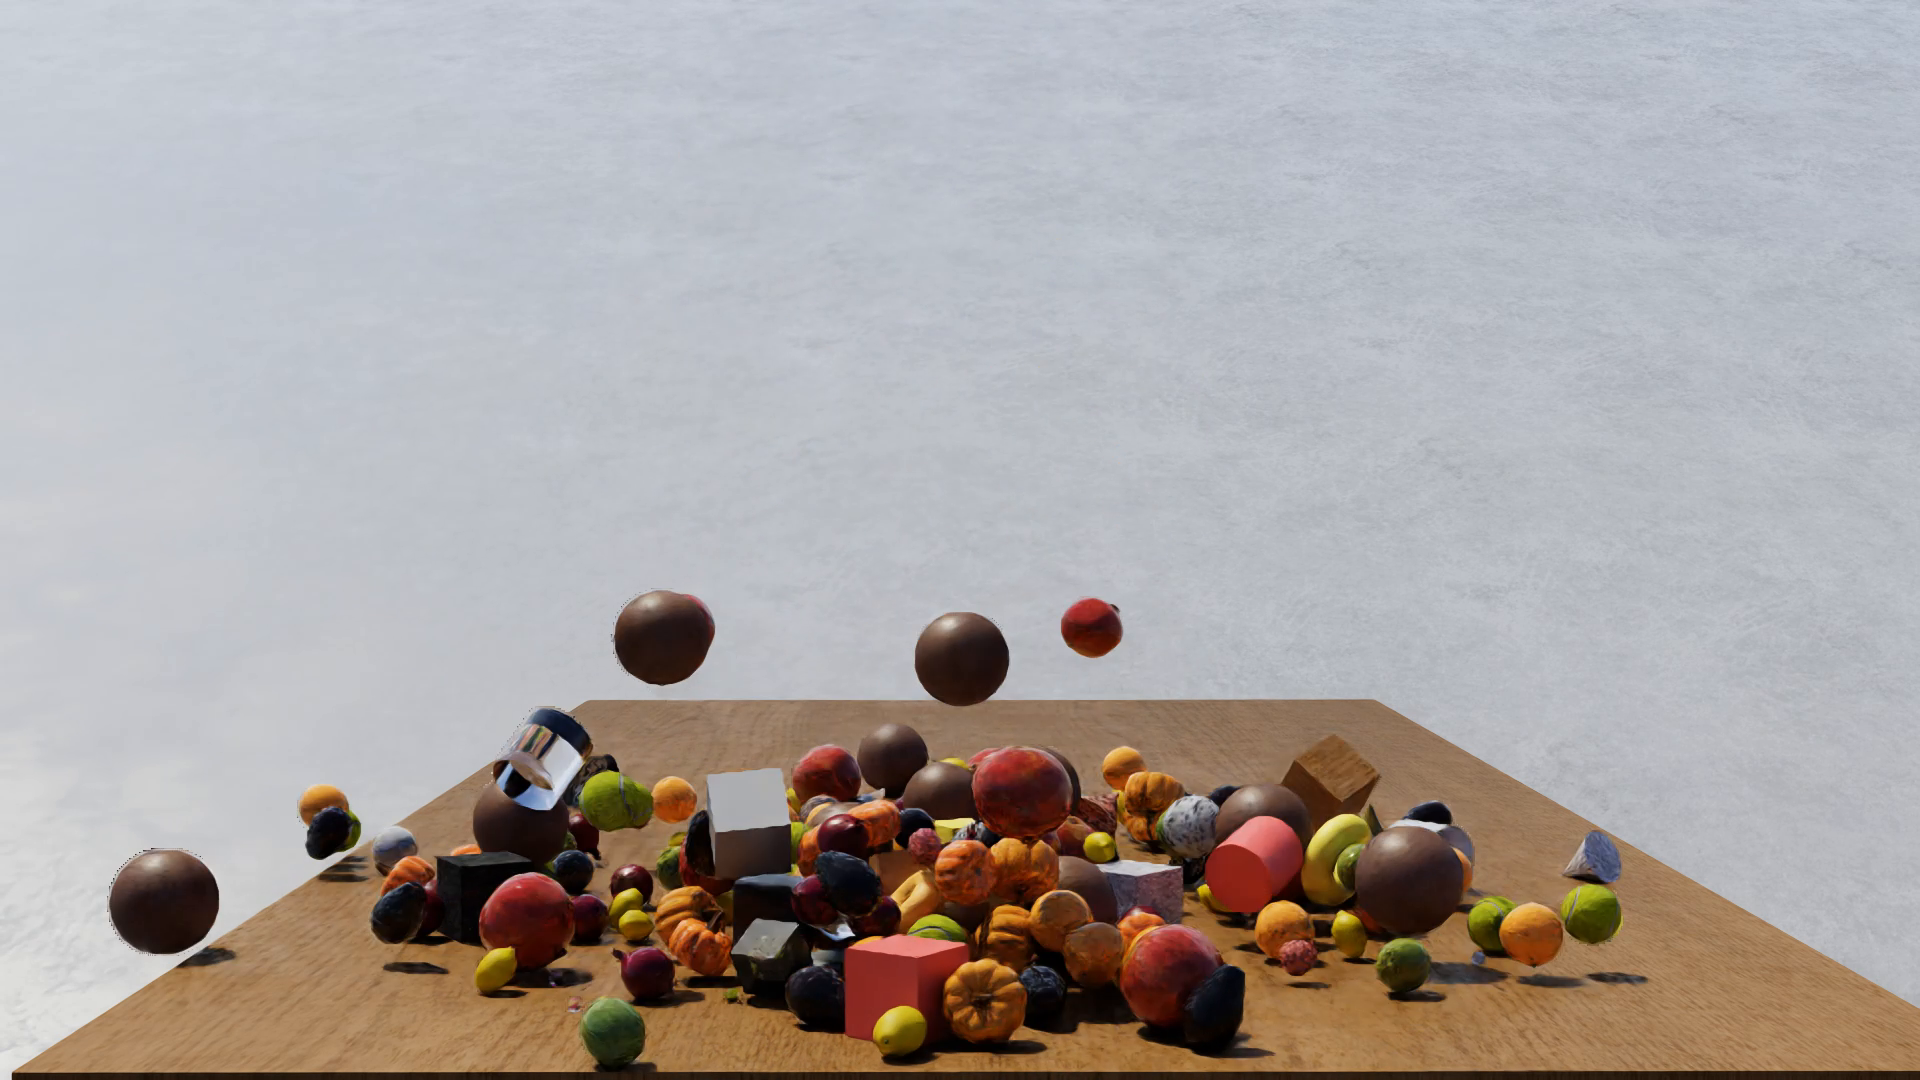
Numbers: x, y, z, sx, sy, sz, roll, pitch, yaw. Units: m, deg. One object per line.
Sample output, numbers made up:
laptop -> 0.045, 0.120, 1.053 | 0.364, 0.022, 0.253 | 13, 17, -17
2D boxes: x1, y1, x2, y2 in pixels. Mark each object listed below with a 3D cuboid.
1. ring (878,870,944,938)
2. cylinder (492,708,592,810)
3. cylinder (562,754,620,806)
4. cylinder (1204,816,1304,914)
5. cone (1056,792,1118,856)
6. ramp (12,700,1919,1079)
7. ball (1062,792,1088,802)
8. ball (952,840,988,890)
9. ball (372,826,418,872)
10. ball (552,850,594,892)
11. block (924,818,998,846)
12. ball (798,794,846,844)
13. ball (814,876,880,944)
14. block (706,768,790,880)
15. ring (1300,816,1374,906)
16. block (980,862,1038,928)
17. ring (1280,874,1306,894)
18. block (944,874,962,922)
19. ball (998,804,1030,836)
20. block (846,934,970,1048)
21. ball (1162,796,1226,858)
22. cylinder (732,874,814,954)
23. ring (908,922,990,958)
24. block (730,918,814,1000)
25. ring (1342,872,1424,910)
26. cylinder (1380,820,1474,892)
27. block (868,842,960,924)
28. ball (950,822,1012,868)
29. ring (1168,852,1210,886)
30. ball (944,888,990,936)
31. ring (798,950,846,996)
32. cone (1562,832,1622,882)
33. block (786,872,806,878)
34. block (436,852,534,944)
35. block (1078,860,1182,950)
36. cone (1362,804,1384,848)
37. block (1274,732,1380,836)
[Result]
ring -> -0.058, 0.434, 3.063 | 0.034, 0.101, 0.101 | 44, 25, -11
cylinder -> -0.551, 0.290, 3.406 | 0.096, 0.096, 0.096 | 11, 47, 23
cylinder -> -0.651, 0.422, 4.527 | 0.083, 0.083, 0.083 | -4, 24, -28
cylinder -> 0.370, 0.407, 3.236 | 0.093, 0.093, 0.093 | 15, 25, 29
cone -> 0.210, 0.398, 3.812 | 0.099, 0.099, 0.099 | 15, 33, 29
ramp -> 0.057, 0.516, 4.556 | 2.000, 0.100, 4.000 | 0, 2, 0
ball -> 0.186, 0.428, 4.059 | 0.061, 0.061, 0.061 | 0, 25, 0
ball -> 0.001, 0.458, 3.605 | 0.075, 0.075, 0.075 | 0, 25, 0
ball -> -0.833, 0.456, 3.800 | 0.067, 0.067, 0.067 | 0, 25, 0
ball -> -0.545, 0.465, 3.625 | 0.060, 0.060, 0.060 | 0, 25, 0
block -> 0.001, 0.452, 3.765 | 0.077, 0.077, 0.077 | -1, 2, -34
ball -> -0.218, 0.442, 4.086 | 0.077, 0.077, 0.077 | 0, 25, 0
ball -> -0.132, 0.431, 3.010 | 0.078, 0.078, 0.078 | 0, 25, 0
block -> -0.254, 0.341, 3.102 | 0.090, 0.090, 0.090 | -5, 45, -9
ring -> 0.491, 0.417, 3.356 | 0.127, 0.127, 0.042 | -23, 34, -40
block -> 0.064, 0.462, 3.365 | 0.057, 0.057, 0.057 | 5, 29, 18
ring -> 0.478, 0.473, 3.645 | 0.129, 0.043, 0.129 | 1, 0, 0
block -> -0.036, 0.472, 3.404 | 0.060, 0.060, 0.060 | -1, 2, -25
ball -> 0.087, 0.453, 4.160 | 0.051, 0.051, 0.051 | 0, 25, 0
block -> -0.055, 0.475, 2.722 | 0.094, 0.094, 0.094 | 1, 2, 35
ball -> 0.326, 0.400, 3.592 | 0.088, 0.088, 0.088 | 0, 25, 0
cylinder -> -0.223, 0.459, 3.087 | 0.096, 0.096, 0.096 | 0, 6, 0
ring -> -0.020, 0.490, 3.150 | 0.112, 0.037, 0.112 | -1, 0, 0
block -> -0.211, 0.471, 2.901 | 0.060, 0.060, 0.060 | 1, 33, 30
ring -> 0.572, 0.478, 3.515 | 0.121, 0.040, 0.121 | -1, 1, 0
cylinder -> 0.661, 0.446, 3.653 | 0.092, 0.092, 0.092 | -16, 10, -31
block -> -0.055, 0.425, 3.162 | 0.092, 0.092, 0.092 | -8, -8, -10
ball -> 0.028, 0.448, 3.683 | 0.090, 0.090, 0.090 | 0, 25, 0
ring -> 0.330, 0.459, 3.688 | 0.079, 0.026, 0.079 | -40, 23, 21
ball -> 0.009, 0.446, 3.092 | 0.056, 0.056, 0.056 | 0, 25, 0
ring -> -0.135, 0.496, 2.954 | 0.115, 0.038, 0.115 | 0, 3, 0
cone -> 0.902, 0.473, 3.737 | 0.078, 0.078, 0.078 | -36, -3, 42
block -> -0.220, 0.466, 3.315 | 0.051, 0.051, 0.051 | -8, 35, -17
block -> -0.608, 0.457, 3.302 | 0.097, 0.097, 0.097 | -1, 2, -30
block -> 0.215, 0.460, 3.251 | 0.093, 0.093, 0.093 | 2, 2, 42
cone -> 0.645, 0.445, 4.060 | 0.066, 0.066, 0.066 | 2, 7, 0
block -> 0.551, 0.370, 3.869 | 0.096, 0.096, 0.096 | -27, 60, -37
